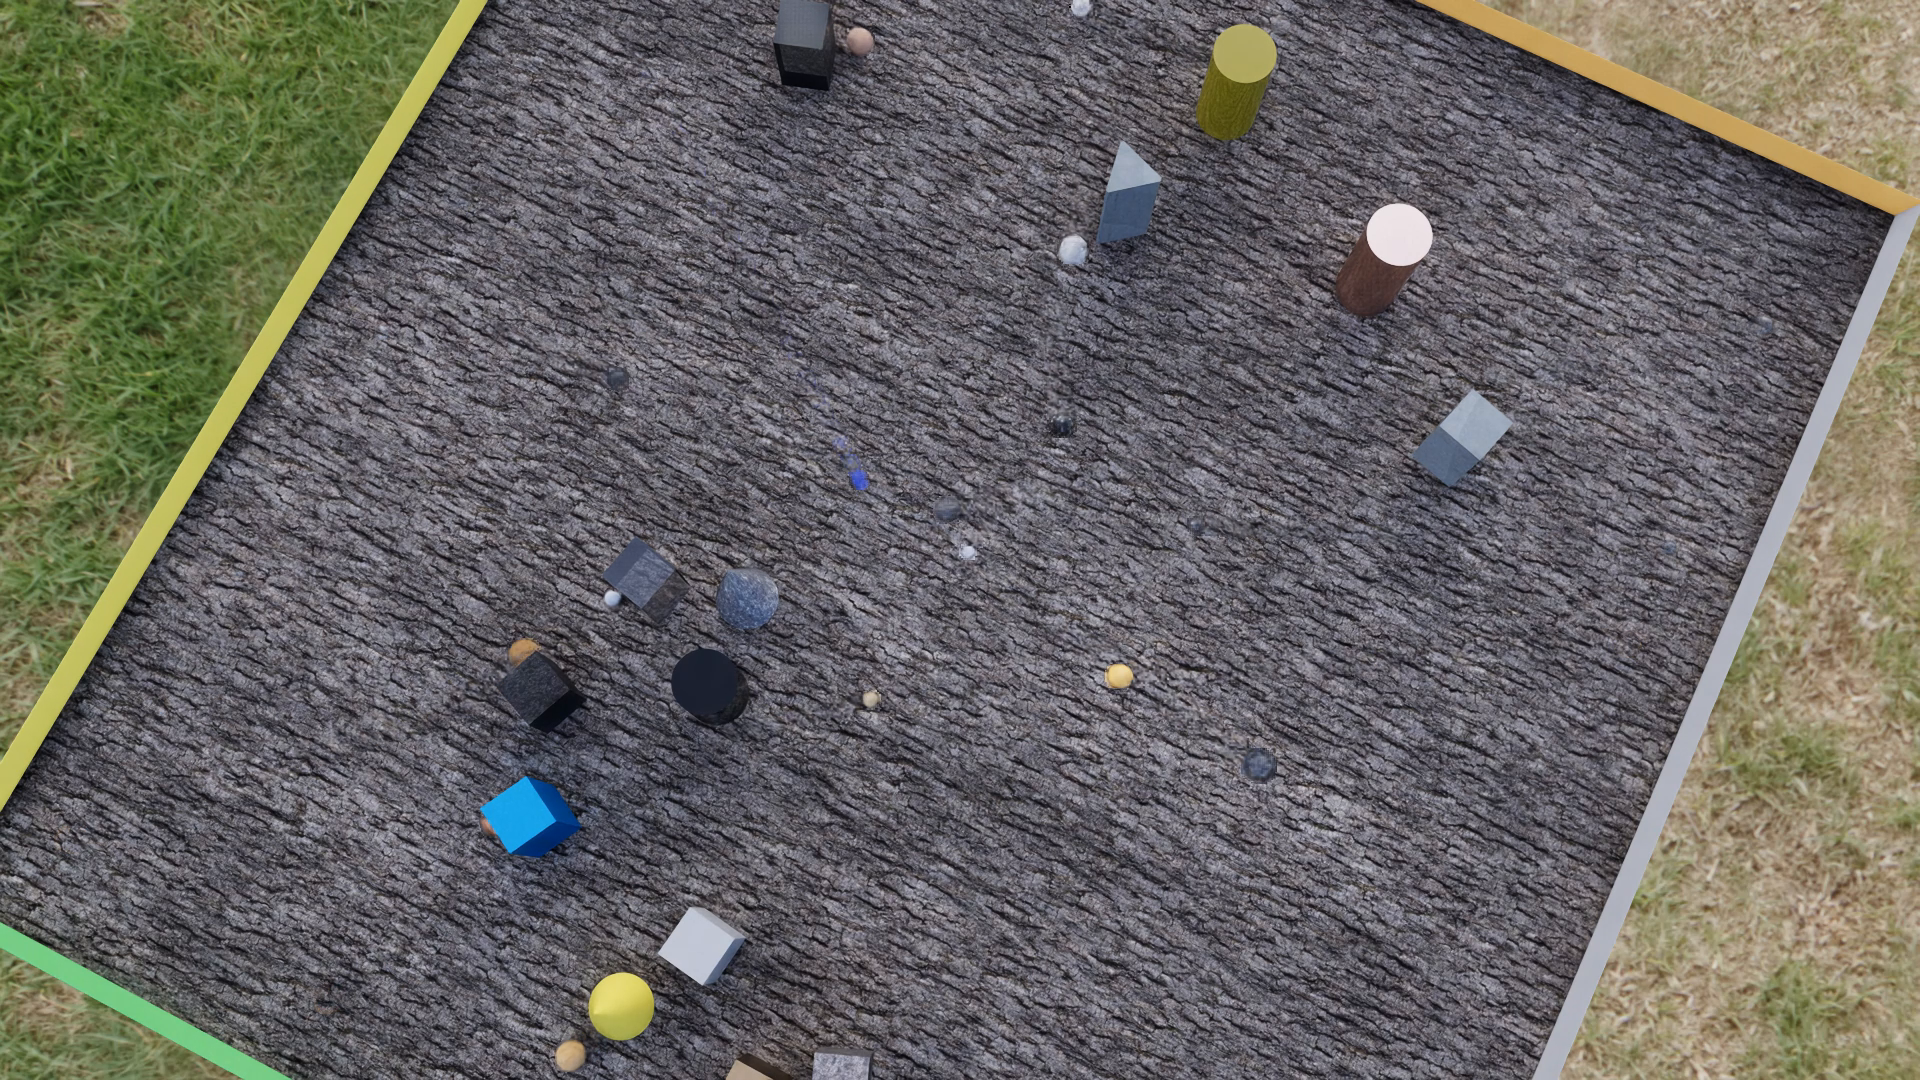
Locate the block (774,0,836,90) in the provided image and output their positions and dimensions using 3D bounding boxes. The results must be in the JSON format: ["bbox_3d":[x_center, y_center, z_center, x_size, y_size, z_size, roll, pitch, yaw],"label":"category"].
[{"bbox_3d":[-0.488,-1.563,5.792,0.153,0.290,0.153,8,78,2],"label":"block"}]

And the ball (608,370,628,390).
[{"bbox_3d":[-1.063,-0.497,5.687,0.064,0.064,0.064,0,78,0],"label":"ball"}]

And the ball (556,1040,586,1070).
[{"bbox_3d":[-1.117,1.481,5.267,0.085,0.085,0.085,0,78,0],"label":"ball"}]

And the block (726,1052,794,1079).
[{"bbox_3d":[-0.582,1.556,5.150,0.153,0.283,0.153,27,80,5],"label":"block"}]

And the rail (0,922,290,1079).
[{"bbox_3d":[-1.018,2.001,5.138,4.417,0.124,0.045,26,80,5],"label":"rail"}]

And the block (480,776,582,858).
[{"bbox_3d":[-1.228,0.800,5.267,0.153,0.360,0.153,-35,80,-7],"label":"block"}]

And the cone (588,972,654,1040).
[{"bbox_3d":[-0.986,1.316,5.133,0.191,0.413,0.191,0,78,0],"label":"cone"}]

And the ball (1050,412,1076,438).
[{"bbox_3d":[0.316,-0.357,5.650,0.078,0.078,0.078,0,78,0],"label":"ball"}]

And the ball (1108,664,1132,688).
[{"bbox_3d":[0.480,0.408,5.494,0.075,0.075,0.075,0,78,0],"label":"ball"}]

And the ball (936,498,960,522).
[{"bbox_3d":[-0.038,-0.092,5.596,0.078,0.078,0.078,0,78,0],"label":"ball"}]

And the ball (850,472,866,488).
[{"bbox_3d":[-0.311,-0.185,5.629,0.049,0.049,0.049,0,78,0],"label":"ball"}]

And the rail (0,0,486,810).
[{"bbox_3d":[-1.954,-0.950,5.749,0.045,0.124,4.602,26,80,5],"label":"rail"}]

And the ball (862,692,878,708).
[{"bbox_3d":[-0.269,0.478,5.492,0.050,0.050,0.050,0,78,0],"label":"ball"}]

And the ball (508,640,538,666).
[{"bbox_3d":[-1.309,0.342,5.500,0.089,0.089,0.089,0,78,0],"label":"ball"}]

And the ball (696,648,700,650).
[{"bbox_3d":[-0.784,0.348,5.521,0.046,0.046,0.046,0,78,0],"label":"ball"}]

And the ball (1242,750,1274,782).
[{"bbox_3d":[0.884,0.670,5.429,0.096,0.096,0.096,0,78,0],"label":"ball"}]

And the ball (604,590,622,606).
[{"bbox_3d":[-1.052,0.177,5.555,0.049,0.049,0.049,0,78,0],"label":"ball"}]

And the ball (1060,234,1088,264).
[{"bbox_3d":[0.358,-0.914,5.760,0.090,0.090,0.090,0,78,0],"label":"ball"}]

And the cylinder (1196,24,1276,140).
[{"bbox_3d":[0.855,-1.418,5.700,0.191,0.410,0.191,0,78,0],"label":"cylinder"}]

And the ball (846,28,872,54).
[{"bbox_3d":[-0.323,-1.608,5.906,0.085,0.085,0.085,0,78,0],"label":"ball"}]

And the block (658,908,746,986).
[{"bbox_3d":[-0.733,1.157,5.230,0.153,0.287,0.153,34,80,7],"label":"block"}]

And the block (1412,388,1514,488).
[{"bbox_3d":[1.504,-0.302,5.505,0.153,0.341,0.153,42,81,8],"label":"block"}]

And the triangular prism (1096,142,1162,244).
[{"bbox_3d":[0.497,-1.070,5.622,0.166,0.423,0.143,-13,79,-3],"label":"triangular prism"}]

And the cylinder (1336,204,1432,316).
[{"bbox_3d":[1.280,-0.843,5.557,0.191,0.457,0.191,0,78,0],"label":"cylinder"}]

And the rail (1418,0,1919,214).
[{"bbox_3d":[1.018,-1.988,5.963,4.417,0.124,0.045,26,80,5],"label":"rail"}]

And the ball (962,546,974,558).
[{"bbox_3d":[0.025,0.036,5.588,0.041,0.041,0.041,0,78,0],"label":"ball"}]

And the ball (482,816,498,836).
[{"bbox_3d":[-1.369,0.833,5.403,0.081,0.081,0.081,0,78,0],"label":"ball"}]

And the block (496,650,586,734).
[{"bbox_3d":[-1.230,0.450,5.394,0.153,0.253,0.153,-41,81,-8],"label":"block"}]

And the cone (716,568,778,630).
[{"bbox_3d":[-0.648,0.130,5.353,0.191,0.464,0.191,0,78,0],"label":"cone"}]

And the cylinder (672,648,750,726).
[{"bbox_3d":[-0.730,0.434,5.379,0.191,0.290,0.191,0,78,0],"label":"cylinder"}]

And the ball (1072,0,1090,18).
[{"bbox_3d":[0.393,-1.728,5.942,0.062,0.062,0.062,0,78,0],"label":"ball"}]

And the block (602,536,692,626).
[{"bbox_3d":[-0.924,0.124,5.427,0.153,0.321,0.153,38,81,7],"label":"block"}]

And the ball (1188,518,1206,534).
[{"bbox_3d":[0.725,-0.045,5.600,0.050,0.050,0.050,0,78,0],"label":"ball"}]

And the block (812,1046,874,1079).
[{"bbox_3d":[-0.332,1.523,5.171,0.153,0.256,0.153,5,78,1],"label":"block"}]

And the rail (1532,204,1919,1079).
[{"bbox_3d":[1.954,0.963,5.353,0.045,0.124,4.602,26,80,5],"label":"rail"}]
